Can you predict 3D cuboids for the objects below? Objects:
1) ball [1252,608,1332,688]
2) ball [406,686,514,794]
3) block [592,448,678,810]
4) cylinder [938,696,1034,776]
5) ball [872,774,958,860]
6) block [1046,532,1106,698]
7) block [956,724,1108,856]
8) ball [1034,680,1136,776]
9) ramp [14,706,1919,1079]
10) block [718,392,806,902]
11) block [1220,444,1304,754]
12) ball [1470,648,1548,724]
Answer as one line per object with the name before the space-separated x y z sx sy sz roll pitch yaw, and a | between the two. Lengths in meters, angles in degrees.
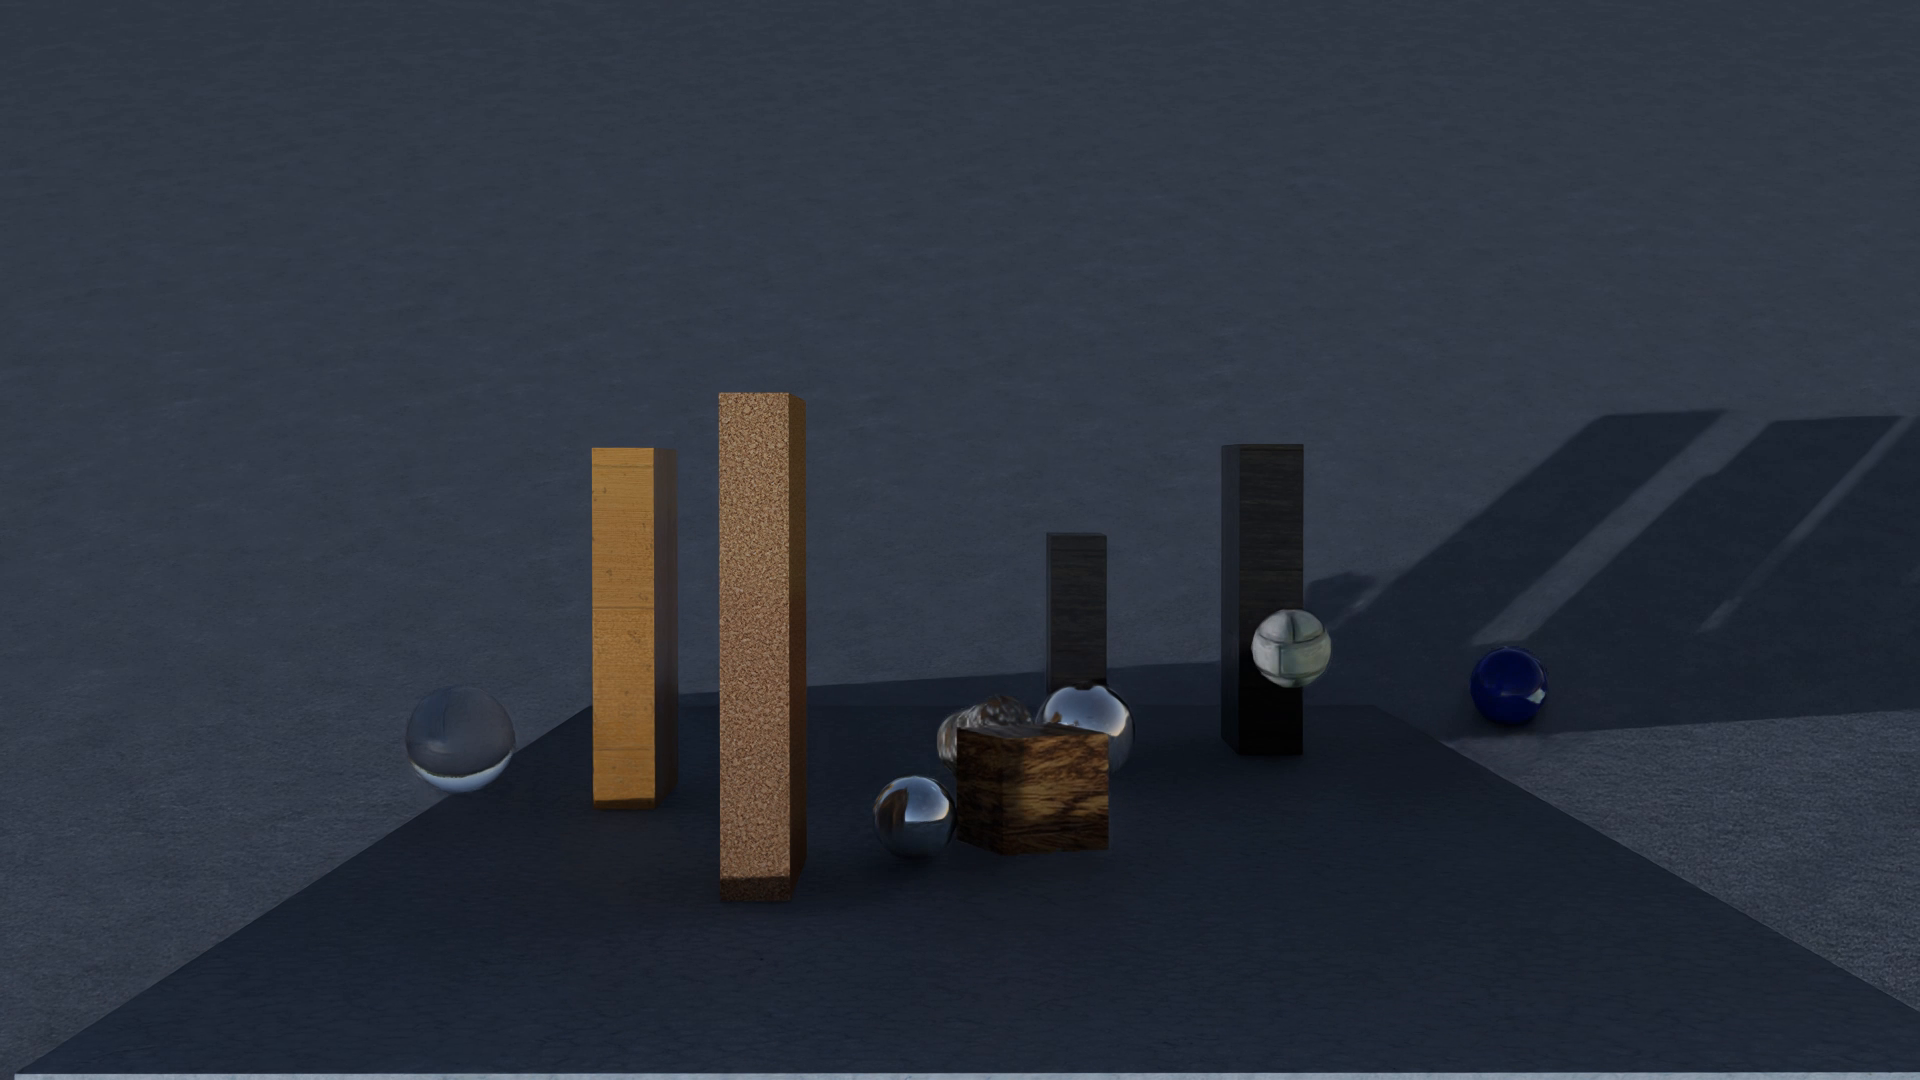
ball | 0.686 0.224 5.337 0.164 0.164 0.164 0 26 0
ball | -0.927 0.371 4.783 0.200 0.200 0.200 0 26 0
block | -0.595 0.152 4.748 0.109 0.639 0.386 0 2 0
cylinder | 0.051 0.380 4.920 0.137 0.137 0.137 -25 -1 -41
ball | -0.070 0.426 3.966 0.131 0.131 0.131 0 26 0
block | 0.232 0.224 5.172 0.109 0.471 0.255 0 2 0
block | 0.115 0.396 4.128 0.182 0.182 0.182 -1 2 -23
ball | 0.239 0.368 4.952 0.195 0.195 0.195 0 26 0
ramp | 0.058 0.526 4.564 2.000 0.100 4.000 0 2 0
block | -0.285 0.144 3.779 0.097 0.706 0.404 0 2 0
block | 0.653 0.121 5.599 0.135 0.654 0.364 0 2 0
ball | 1.412 0.376 6.638 0.199 0.199 0.199 0 26 0
